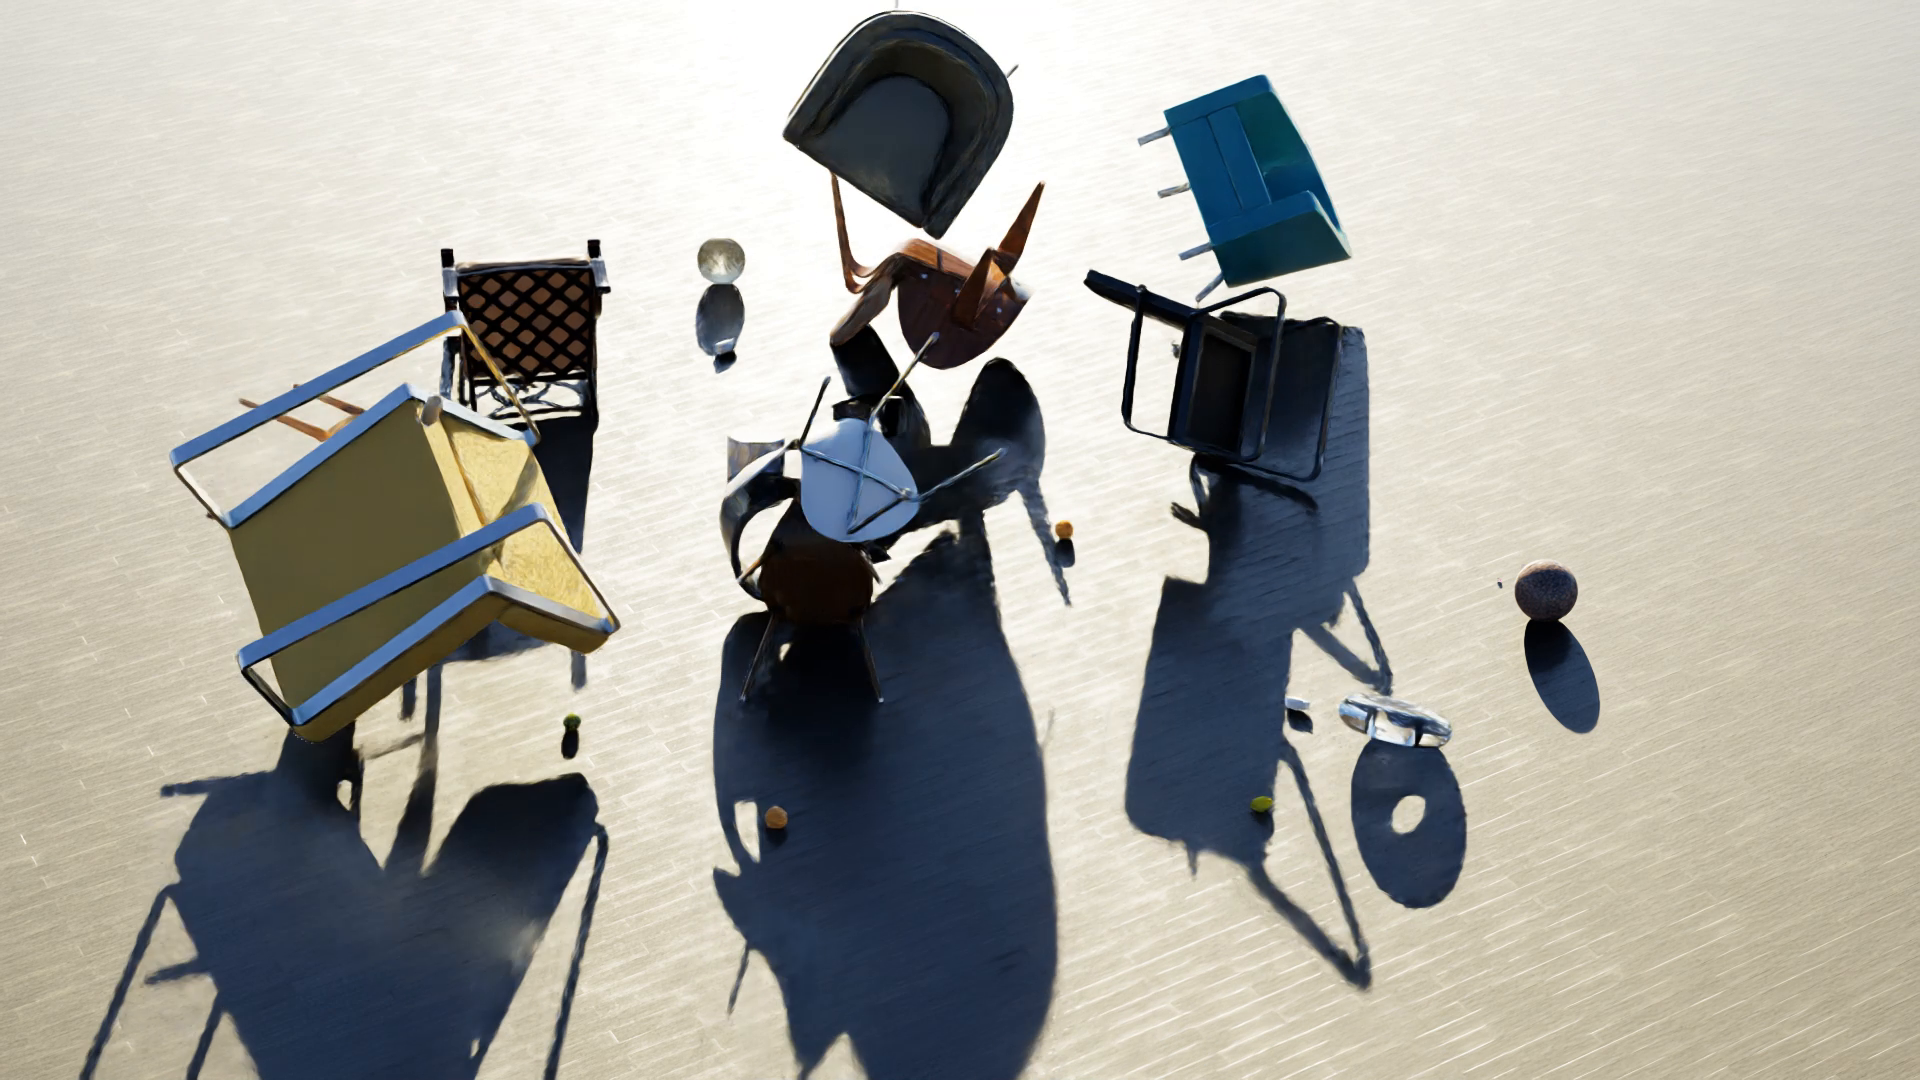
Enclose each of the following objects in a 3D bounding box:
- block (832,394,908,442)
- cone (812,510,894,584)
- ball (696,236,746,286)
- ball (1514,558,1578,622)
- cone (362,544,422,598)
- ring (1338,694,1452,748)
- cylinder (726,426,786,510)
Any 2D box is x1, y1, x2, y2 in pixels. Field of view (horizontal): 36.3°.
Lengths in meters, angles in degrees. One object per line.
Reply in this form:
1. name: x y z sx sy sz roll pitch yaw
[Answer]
1. block: -0.352 -0.477 11.440 0.229 0.143 0.174 4 17 45
2. cone: -0.363 0.047 10.612 0.277 0.297 0.123 10 23 -27
3. ball: -1.023 -1.200 12.572 0.213 0.213 0.213 0 33 0
4. ball: 2.091 0.180 10.464 0.227 0.227 0.227 0 33 0
5. cone: -2.113 0.082 10.706 0.242 0.172 0.223 -39 31 -16
6. ring: 1.456 0.605 9.813 0.397 0.113 0.370 11 7 -17
7. cylinder: -0.749 -0.266 10.741 0.211 0.253 0.255 5 16 6
